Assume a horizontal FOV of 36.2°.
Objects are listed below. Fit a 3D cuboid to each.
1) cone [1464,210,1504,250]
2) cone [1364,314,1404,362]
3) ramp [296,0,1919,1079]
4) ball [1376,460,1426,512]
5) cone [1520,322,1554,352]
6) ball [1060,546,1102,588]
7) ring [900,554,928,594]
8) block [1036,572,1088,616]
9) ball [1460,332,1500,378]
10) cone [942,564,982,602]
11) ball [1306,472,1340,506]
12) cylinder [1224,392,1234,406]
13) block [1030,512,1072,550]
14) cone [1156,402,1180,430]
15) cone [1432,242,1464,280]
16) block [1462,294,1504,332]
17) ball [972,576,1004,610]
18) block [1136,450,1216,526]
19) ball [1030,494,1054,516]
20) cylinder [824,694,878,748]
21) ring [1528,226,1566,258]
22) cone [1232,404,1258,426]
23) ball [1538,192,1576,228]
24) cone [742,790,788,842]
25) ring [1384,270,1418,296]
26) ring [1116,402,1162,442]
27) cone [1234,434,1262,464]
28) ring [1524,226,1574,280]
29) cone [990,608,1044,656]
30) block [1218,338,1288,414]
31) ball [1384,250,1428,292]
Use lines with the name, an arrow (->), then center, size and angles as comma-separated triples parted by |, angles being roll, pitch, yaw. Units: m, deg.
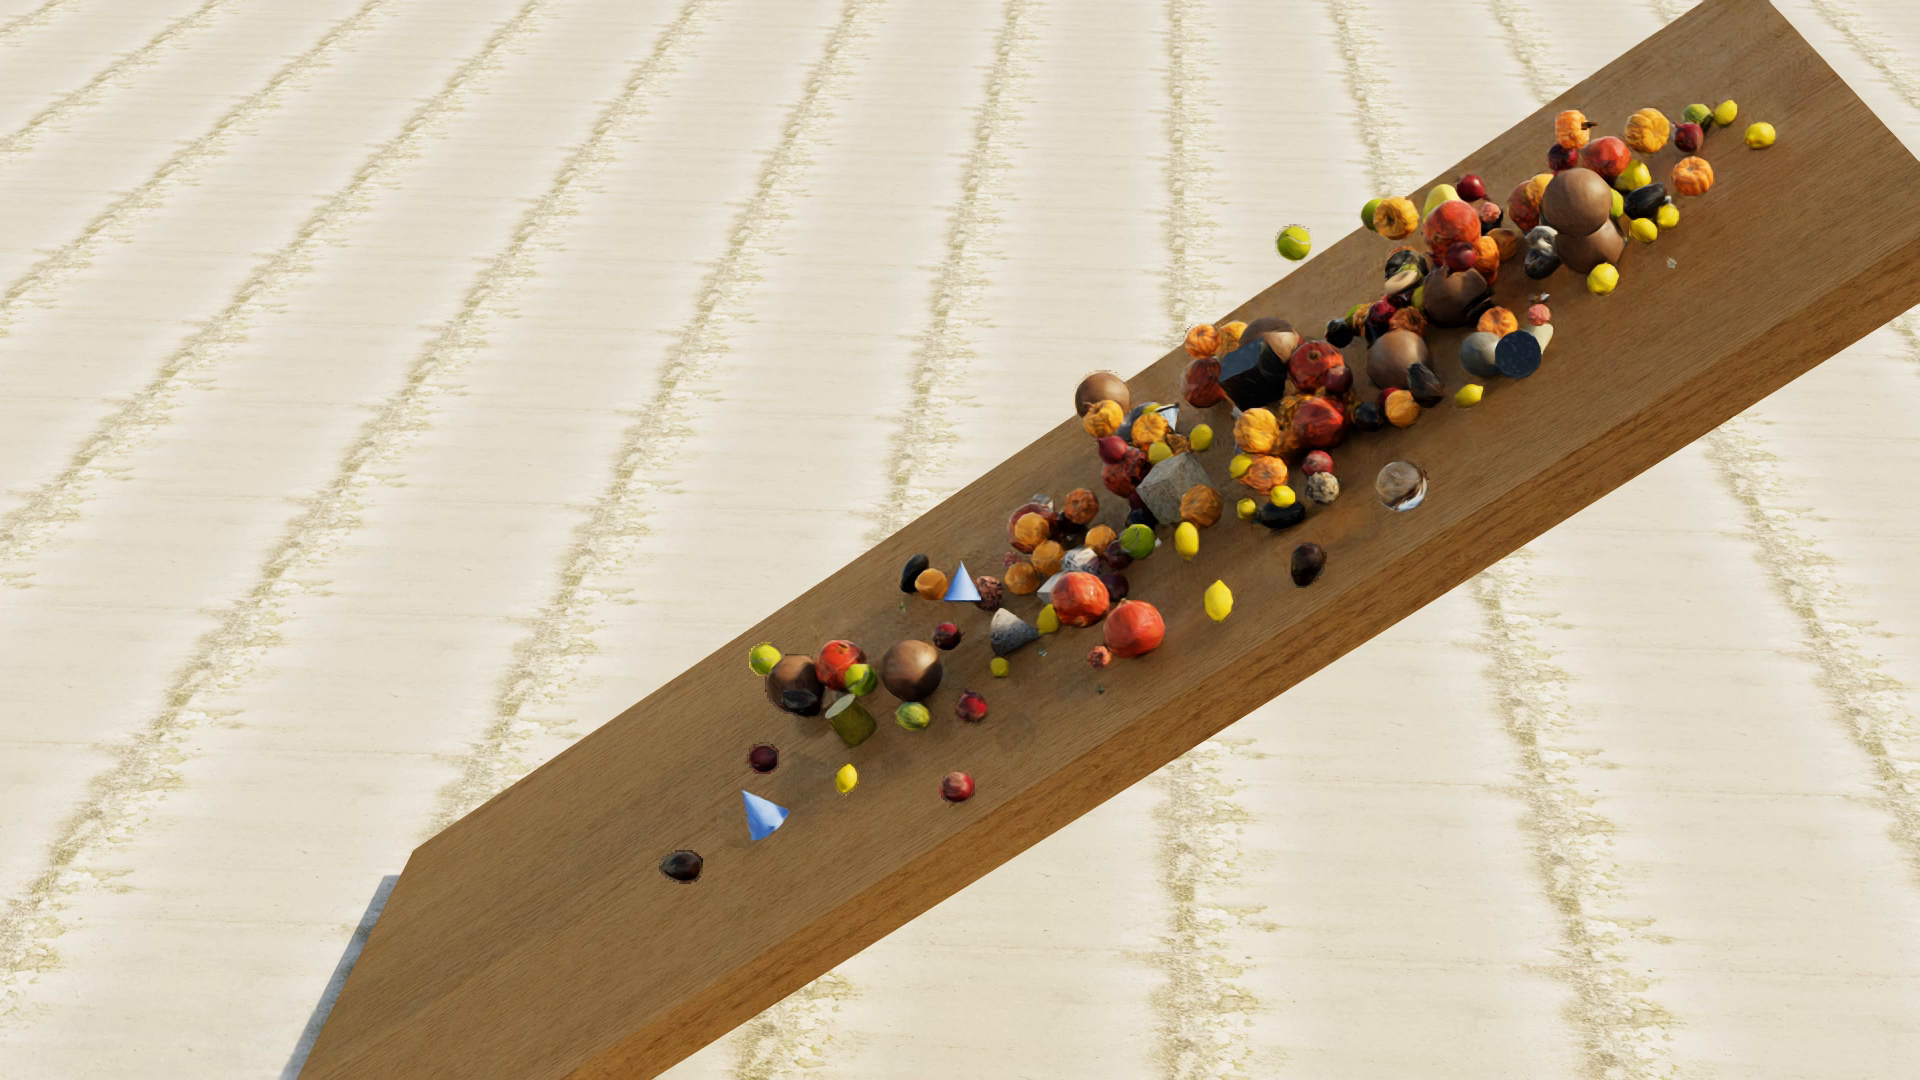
cone -> 1.108, -0.662, 6.121 | 0.082, 0.082, 0.082 | 16, 53, -22
cone -> 0.858, -0.430, 6.079 | 0.088, 0.088, 0.088 | -33, 8, 5
ramp -> 0.133, 0.176, 6.312 | 4.000, 0.100, 2.000 | -33, 16, 16
ball -> 0.791, -0.097, 5.277 | 0.092, 0.092, 0.092 | 0, 22, 0
cone -> 1.085, -0.365, 5.519 | 0.064, 0.064, 0.064 | 1, 54, 2
ball -> 0.249, 0.056, 6.054 | 0.084, 0.084, 0.084 | 0, 22, 0
ring -> -0.106, 0.078, 6.786 | 0.034, 0.101, 0.101 | 25, 29, 17
block -> 0.210, 0.111, 6.017 | 0.064, 0.064, 0.064 | -43, 16, -20
ball -> 0.992, -0.352, 5.579 | 0.087, 0.087, 0.087 | 0, 22, 0
cone -> 0.004, 0.086, 6.110 | 0.083, 0.083, 0.083 | -1, -4, 0
ball -> 0.685, -0.098, 5.568 | 0.064, 0.064, 0.064 | 0, 22, 0
cylinder -> 0.621, -0.340, 6.258 | 0.098, 0.098, 0.098 | -23, 28, -16
block -> 0.199, -0.019, 6.437 | 0.054, 0.054, 0.054 | -20, 23, 47
cone -> 0.466, -0.269, 6.493 | 0.056, 0.056, 0.056 | -15, 7, 2
cone -> 1.024, -0.582, 6.275 | 0.074, 0.074, 0.074 | 19, 38, -15
block -> 1.034, -0.447, 5.816 | 0.053, 0.053, 0.053 | -37, 16, 11
ball -> 0.057, 0.114, 6.329 | 0.075, 0.075, 0.075 | 0, 22, 0
block -> 0.445, -0.106, 6.061 | 0.098, 0.098, 0.098 | -20, 23, 48
ball -> 0.184, -0.079, 6.647 | 0.053, 0.053, 0.053 | 0, 22, 0
cylinder -> -0.229, 0.379, 6.185 | 0.081, 0.081, 0.081 | -34, 16, 11
ring -> 1.146, -0.582, 5.742 | 0.077, 0.077, 0.026 | 17, 59, 36
cone -> 0.599, -0.252, 6.057 | 0.059, 0.059, 0.059 | -7, 39, -17
ball -> 1.195, -0.660, 5.888 | 0.072, 0.072, 0.072 | 0, 22, 0
cone -> -0.422, 0.553, 6.080 | 0.098, 0.098, 0.098 | -34, 16, 11
ring -> 0.910, -0.531, 6.070 | 0.077, 0.026, 0.077 | -30, 17, 10
ring -> 0.409, -0.270, 6.723 | 0.124, 0.041, 0.124 | -34, 17, 12
cone -> 0.608, -0.196, 6.070 | 0.063, 0.063, 0.063 | 13, 21, 30
ring -> 1.174, -0.573, 5.863 | 0.042, 0.125, 0.125 | 37, 18, -13
cone -> 0.127, 0.191, 6.007 | 0.099, 0.099, 0.099 | 4, 21, 27
block -> 0.598, -0.334, 5.998 | 0.095, 0.095, 0.095 | -25, 31, 33
ball -> 0.956, -0.575, 6.294 | 0.092, 0.092, 0.092 | 0, 22, 0
